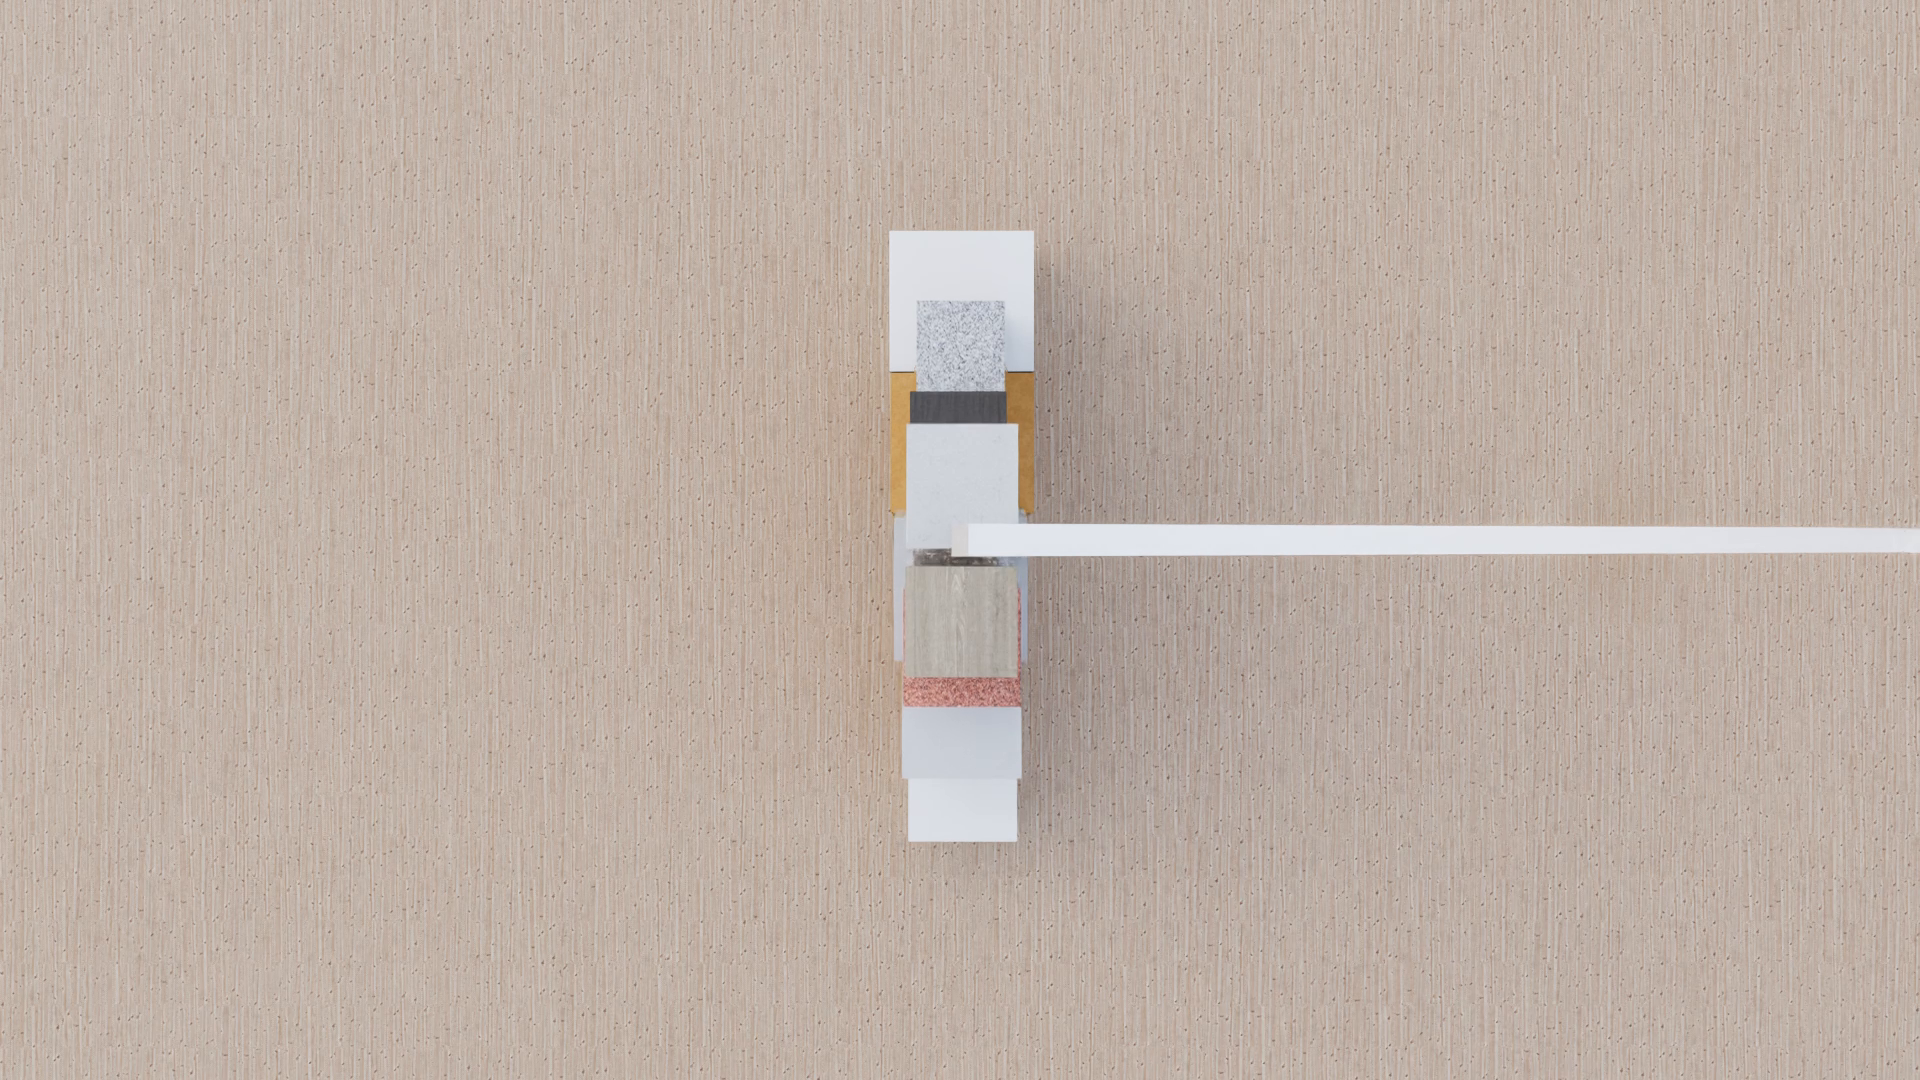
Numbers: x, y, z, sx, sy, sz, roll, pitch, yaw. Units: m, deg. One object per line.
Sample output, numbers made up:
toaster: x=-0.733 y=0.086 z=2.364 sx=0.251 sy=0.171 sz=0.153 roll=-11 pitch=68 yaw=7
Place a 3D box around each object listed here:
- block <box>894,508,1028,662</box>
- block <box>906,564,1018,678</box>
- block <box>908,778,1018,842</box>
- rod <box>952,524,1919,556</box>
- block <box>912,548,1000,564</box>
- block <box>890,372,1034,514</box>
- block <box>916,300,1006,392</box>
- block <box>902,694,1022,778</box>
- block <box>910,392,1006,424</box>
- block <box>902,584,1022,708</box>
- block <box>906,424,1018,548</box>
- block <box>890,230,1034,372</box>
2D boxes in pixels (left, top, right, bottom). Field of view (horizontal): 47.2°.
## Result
block: x=0.004 y=0.234 z=11.880 sx=0.701 sy=0.632 sz=0.761 roll=0 pitch=95 yaw=0
block: x=0.006 y=0.384 z=10.640 sx=0.531 sy=0.493 sz=0.524 roll=0 pitch=91 yaw=0
block: x=0.016 y=1.414 z=12.745 sx=0.618 sy=0.509 sz=0.598 roll=0 pitch=90 yaw=0
rod: x=2.212 y=0.000 z=6.782 sx=5.200 sy=0.080 sz=0.080 roll=0 pitch=90 yaw=-32
block: x=-0.019 y=0.008 z=11.355 sx=0.440 sy=0.370 sz=0.420 roll=0 pitch=94 yaw=0
block: x=0.014 y=-0.538 z=12.581 sx=0.793 sy=0.838 sz=0.773 roll=0 pitch=90 yaw=0
block: x=0.004 y=-0.994 z=11.928 sx=0.470 sy=0.477 sz=0.532 roll=0 pitch=87 yaw=0
block: x=0.009 y=0.943 z=12.021 sx=0.636 sy=0.562 sz=0.646 roll=0 pitch=92 yaw=0
block: x=-0.008 y=-0.514 z=11.371 sx=0.489 sy=0.504 sz=0.478 roll=0 pitch=90 yaw=0
block: x=0.010 y=0.523 z=11.233 sx=0.585 sy=0.677 sz=0.587 roll=0 pitch=92 yaw=0
block: x=0.012 y=-0.263 z=10.880 sx=0.539 sy=0.478 sz=0.603 roll=0 pitch=91 yaw=0
block: x=0.009 y=-1.324 z=12.591 sx=0.800 sy=0.818 sz=0.778 roll=0 pitch=90 yaw=0
